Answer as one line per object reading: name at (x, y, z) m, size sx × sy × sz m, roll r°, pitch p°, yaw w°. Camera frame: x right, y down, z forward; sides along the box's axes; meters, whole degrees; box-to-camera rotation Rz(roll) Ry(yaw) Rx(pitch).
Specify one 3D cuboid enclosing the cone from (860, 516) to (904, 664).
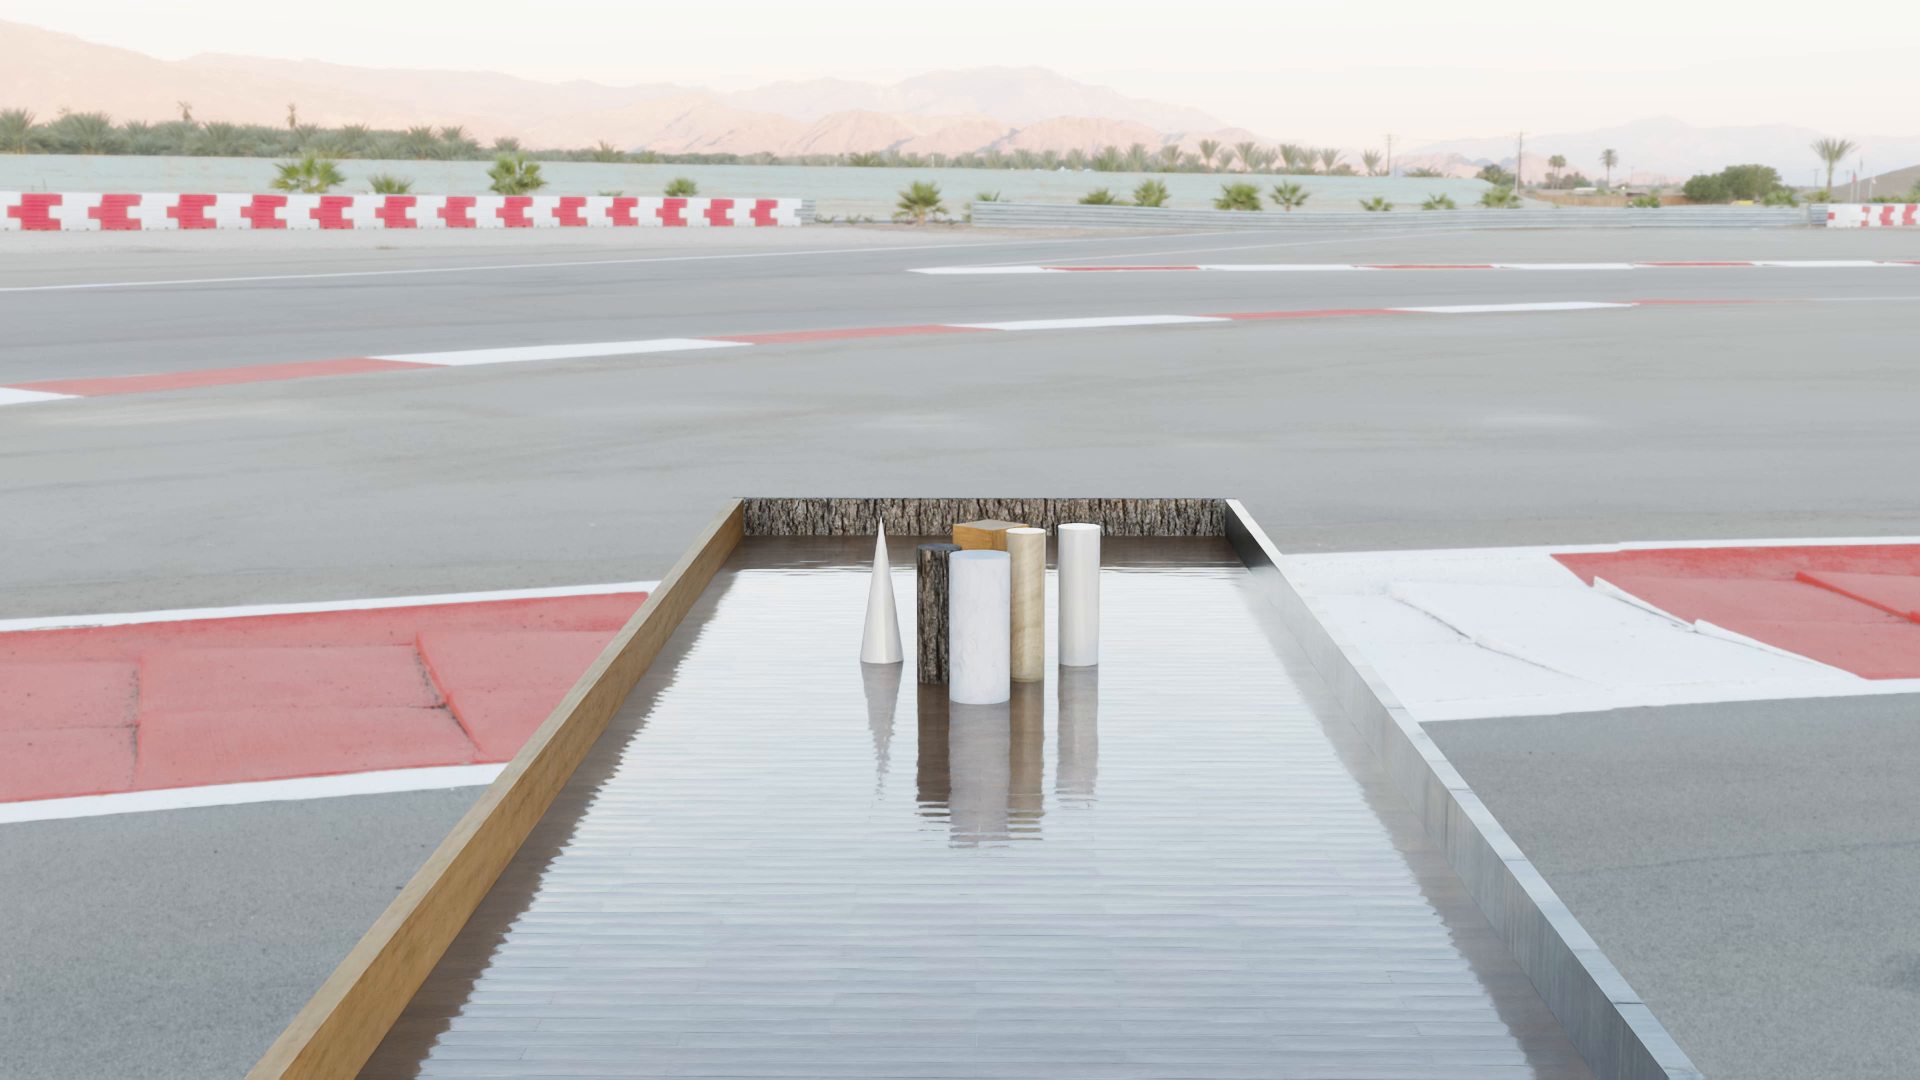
cone at (-0.239, 0.144, 6.690) m, size 0.139 × 0.442 × 0.139 m, roll 0°, pitch 9°, yaw 0°

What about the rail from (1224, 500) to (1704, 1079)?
rail at (1.046, 0.843, 3.208) m, size 0.050 × 0.150 × 12.000 m, roll 0°, pitch 9°, yaw 1°

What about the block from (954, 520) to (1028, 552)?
block at (0.093, 0.158, 6.692) m, size 0.161 × 0.413 × 0.161 m, roll 9°, pitch 12°, yaw 43°

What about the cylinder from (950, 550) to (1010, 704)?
cylinder at (0.055, 0.242, 6.176) m, size 0.172 × 0.408 × 0.172 m, roll 0°, pitch 9°, yaw 0°

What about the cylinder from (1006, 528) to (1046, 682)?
cylinder at (0.192, 0.189, 6.423) m, size 0.113 × 0.437 × 0.113 m, roll 0°, pitch 9°, yaw 0°

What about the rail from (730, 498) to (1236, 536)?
rail at (0.099, -0.098, 9.147) m, size 2.100 × 0.150 × 0.050 m, roll 0°, pitch 9°, yaw 1°

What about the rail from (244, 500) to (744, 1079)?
rail at (-1.004, 0.839, 3.234) m, size 0.050 × 0.150 × 12.000 m, roll 0°, pitch 9°, yaw 1°

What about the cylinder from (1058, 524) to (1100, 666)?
cylinder at (0.359, 0.164, 6.647) m, size 0.126 × 0.415 × 0.126 m, roll 0°, pitch 9°, yaw 0°

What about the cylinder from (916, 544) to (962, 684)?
cylinder at (-0.060, 0.213, 6.414) m, size 0.132 × 0.392 × 0.132 m, roll 0°, pitch 9°, yaw 0°
